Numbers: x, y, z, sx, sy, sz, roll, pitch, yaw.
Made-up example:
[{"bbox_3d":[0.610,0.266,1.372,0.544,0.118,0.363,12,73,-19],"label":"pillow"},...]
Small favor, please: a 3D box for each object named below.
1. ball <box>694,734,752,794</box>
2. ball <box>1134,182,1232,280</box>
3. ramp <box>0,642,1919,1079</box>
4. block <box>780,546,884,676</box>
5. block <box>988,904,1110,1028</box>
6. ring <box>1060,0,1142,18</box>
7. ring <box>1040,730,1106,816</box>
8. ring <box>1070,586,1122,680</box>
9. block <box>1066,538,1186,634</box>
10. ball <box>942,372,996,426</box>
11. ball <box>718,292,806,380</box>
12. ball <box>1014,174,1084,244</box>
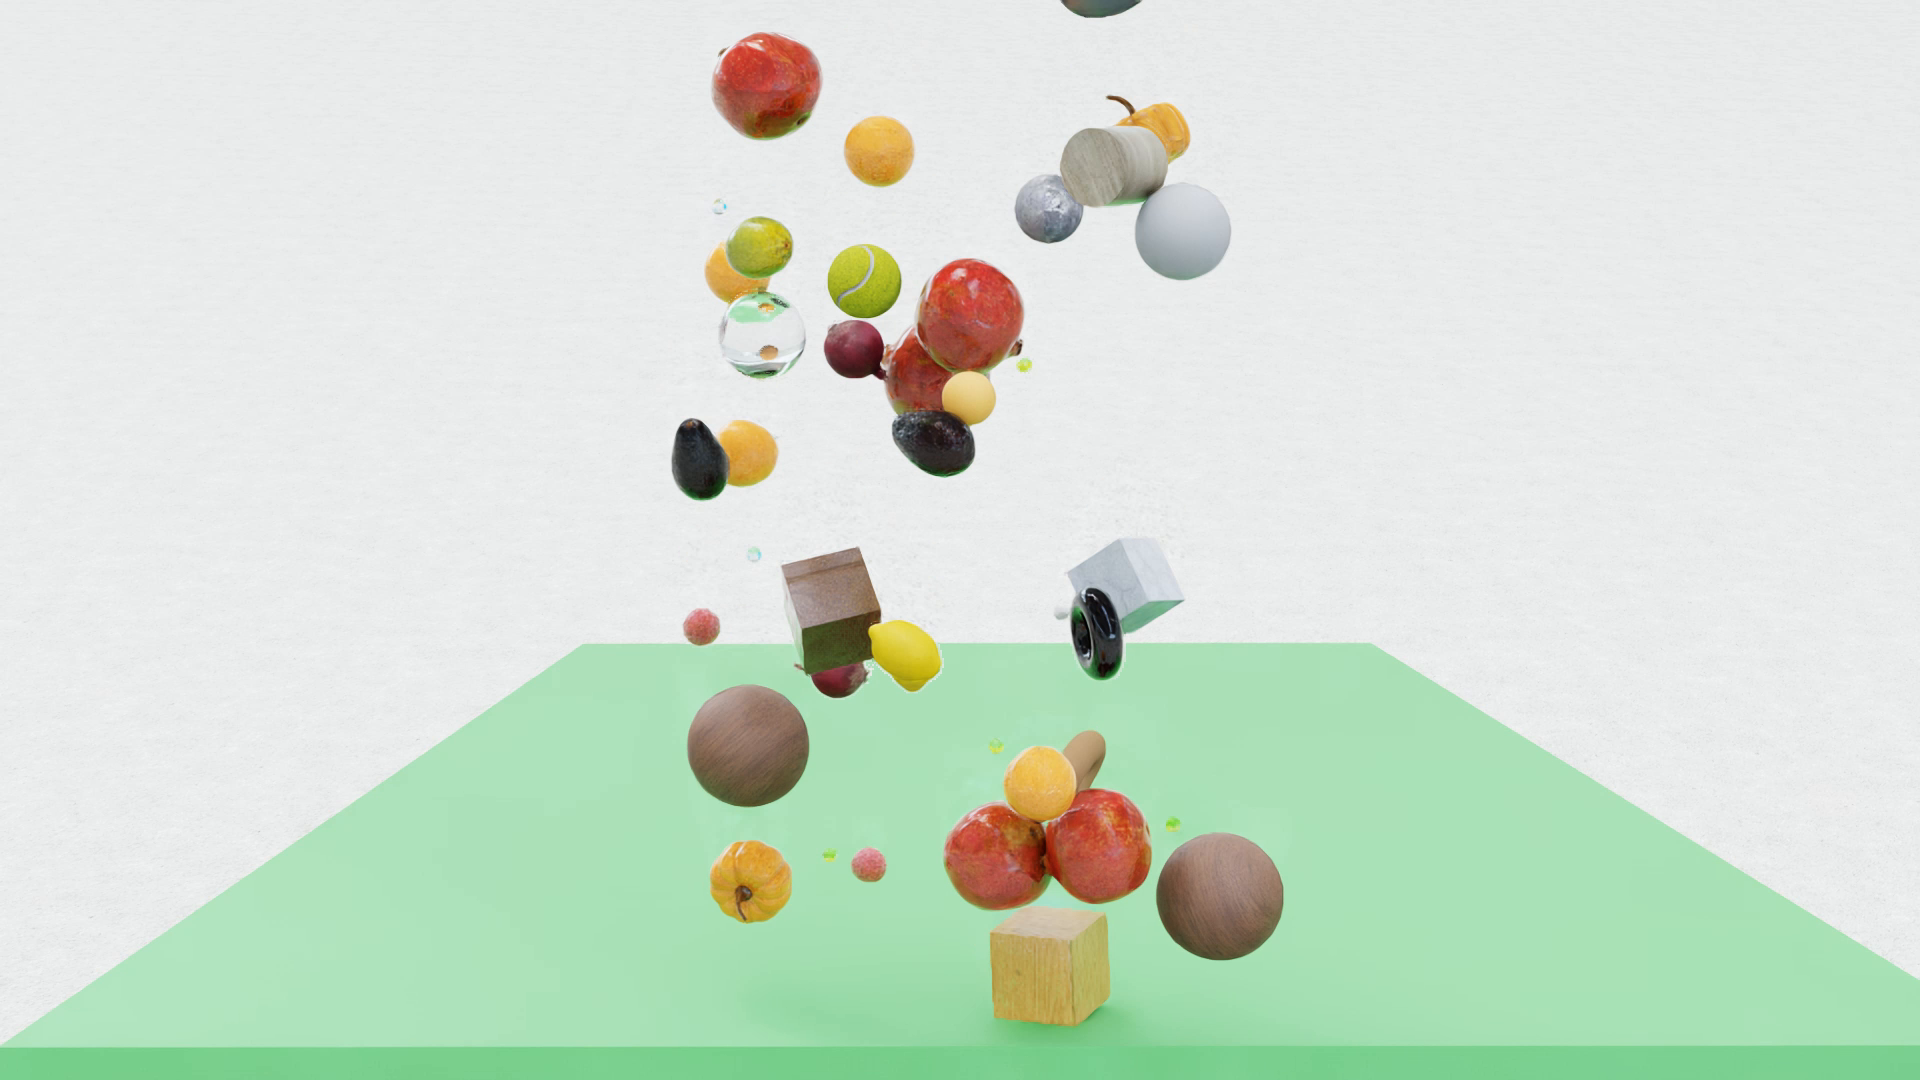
[{"bbox_3d":[-0.266,0.251,2.881,0.067,0.067,0.067,0,20,0],"label":"ball"},{"bbox_3d":[0.196,-0.271,2.260,0.085,0.085,0.085,0,20,0],"label":"ball"},{"bbox_3d":[0.048,0.430,4.533,2.000,0.100,4.000,0,3,0],"label":"ramp"},{"bbox_3d":[-0.127,0.070,2.546,0.080,0.080,0.080,-14,54,-10],"label":"block"},{"bbox_3d":[0.094,0.440,2.660,0.092,0.092,0.092,2,11,26],"label":"block"},{"bbox_3d":[0.149,-0.565,2.479,0.137,0.137,0.046,22,-11,45],"label":"ring"},{"bbox_3d":[0.116,0.238,2.613,0.033,0.098,0.098,30,29,14],"label":"ring"},{"bbox_3d":[0.138,0.095,2.604,0.033,0.098,0.098,-9,22,-15],"label":"ring"},{"bbox_3d":[0.180,0.050,2.777,0.077,0.077,0.077,-34,-19,30],"label":"block"},{"bbox_3d":[0.009,-0.134,2.428,0.051,0.051,0.051,0,20,0],"label":"ball"},{"bbox_3d":[-0.189,-0.195,2.448,0.084,0.084,0.084,0,20,0],"label":"ball"},{"bbox_3d":[0.086,-0.321,2.486,0.067,0.067,0.067,0,20,0],"label":"ball"}]
